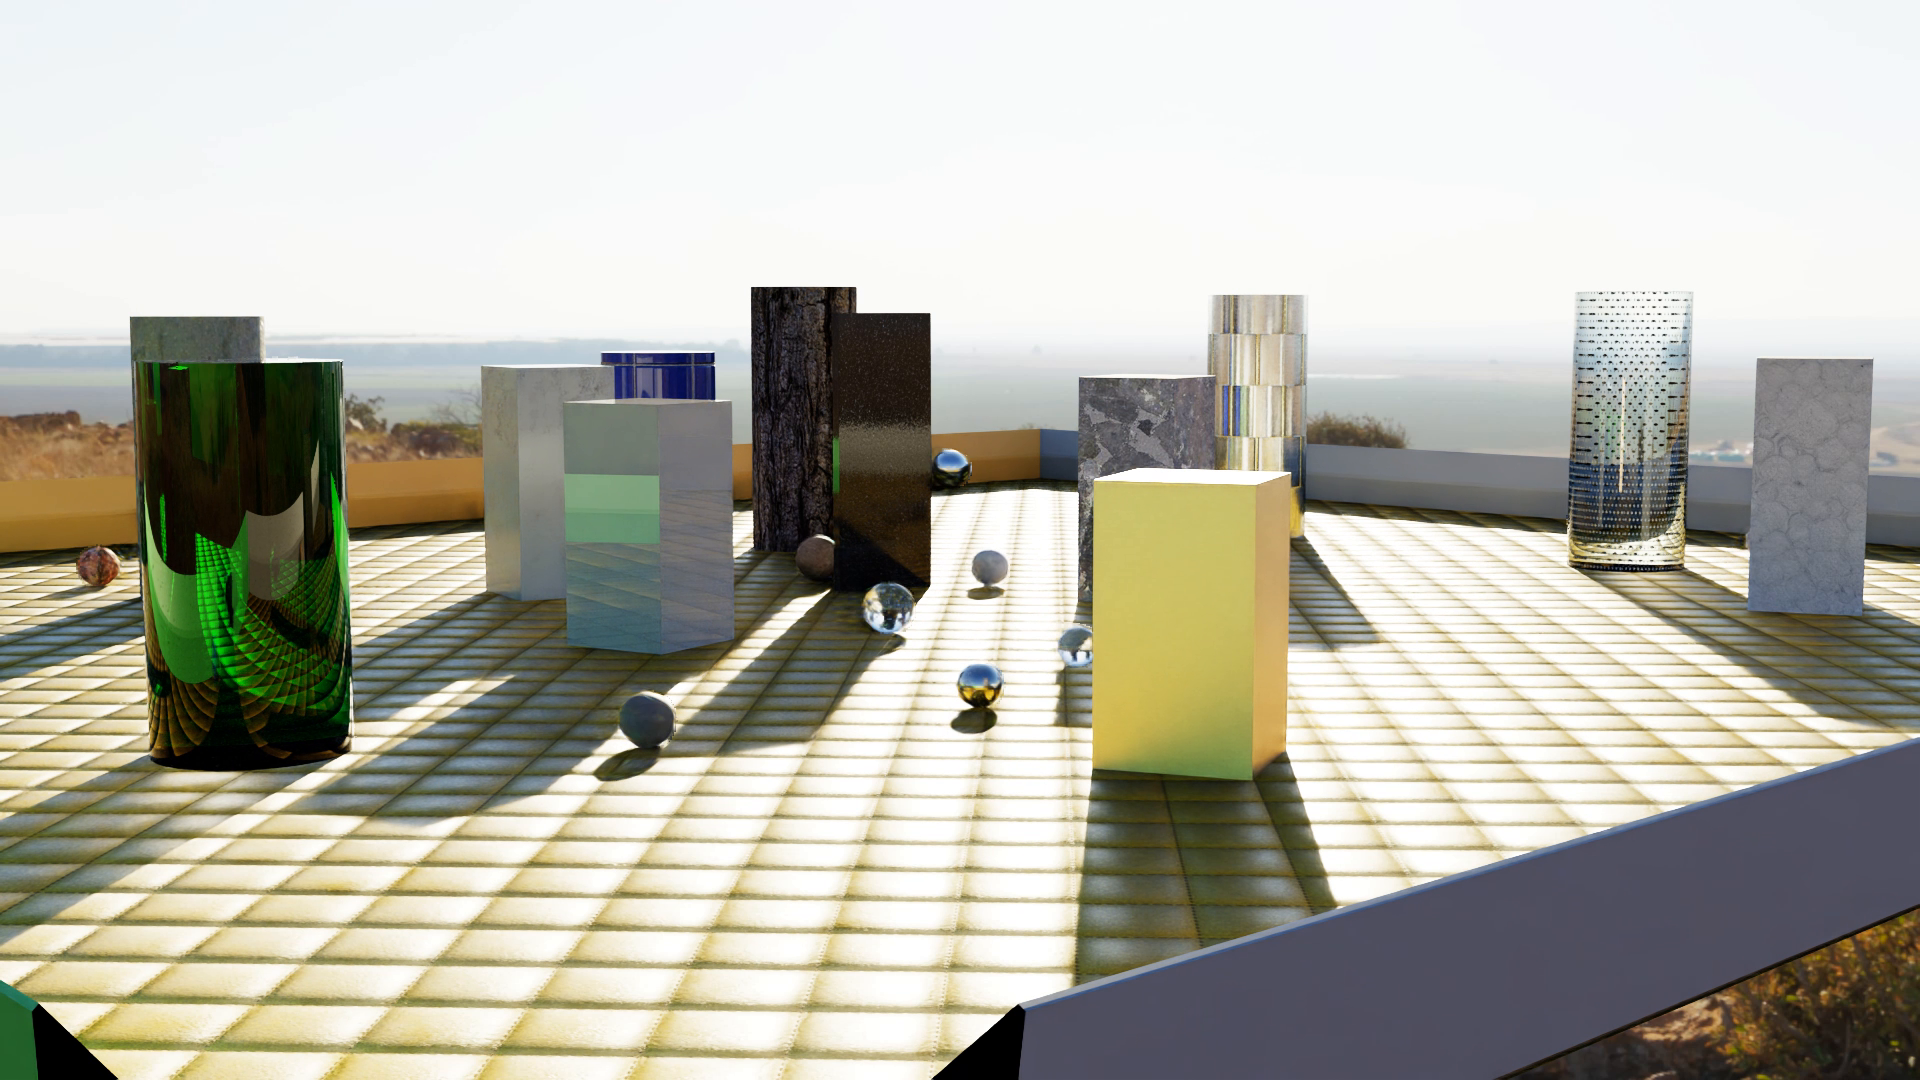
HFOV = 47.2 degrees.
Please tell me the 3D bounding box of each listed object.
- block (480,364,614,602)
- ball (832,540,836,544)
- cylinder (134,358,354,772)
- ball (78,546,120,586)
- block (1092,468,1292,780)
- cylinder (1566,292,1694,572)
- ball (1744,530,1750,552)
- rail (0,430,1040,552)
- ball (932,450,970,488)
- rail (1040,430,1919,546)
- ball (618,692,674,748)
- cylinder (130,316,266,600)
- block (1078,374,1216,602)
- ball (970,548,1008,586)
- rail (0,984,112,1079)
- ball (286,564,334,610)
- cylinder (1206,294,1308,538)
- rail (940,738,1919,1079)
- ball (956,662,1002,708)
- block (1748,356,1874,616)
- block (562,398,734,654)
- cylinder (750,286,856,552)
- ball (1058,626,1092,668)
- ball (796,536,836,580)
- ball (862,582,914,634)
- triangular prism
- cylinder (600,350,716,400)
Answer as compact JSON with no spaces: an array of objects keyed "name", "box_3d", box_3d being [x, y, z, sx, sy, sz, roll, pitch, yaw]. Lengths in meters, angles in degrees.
[{"name":"block","box_3d":[-0.648,-0.095,3.470,0.159,0.358,0.159,-4,7,-32]},{"name":"ball","box_3d":[-0.226,0.029,3.710,0.062,0.062,0.062,0,6,0]},{"name":"cylinder","box_3d":[-0.718,0.018,2.213,0.199,0.395,0.199,0,6,0]},{"name":"ball","box_3d":[-1.399,0.042,3.572,0.064,0.064,0.064,0,6,0]},{"name":"block","box_3d":[0.231,0.078,2.179,0.159,0.283,0.159,2,6,20]},{"name":"cylinder","box_3d":[1.165,-0.192,3.827,0.199,0.477,0.199,0,6,0]},{"name":"ball","box_3d":[1.454,0.002,3.989,0.058,0.058,0.058,0,6,0]},{"name":"rail","box_3d":[-1.163,-0.097,4.585,3.791,0.129,0.045,-5,8,-42]},{"name":"ball","box_3d":[-0.025,-0.179,5.538,0.097,0.097,0.097,0,6,0]},{"name":"rail","box_3d":[1.376,-0.098,4.594,0.045,0.129,3.477,-5,8,-42]},{"name":"ball","box_3d":[-0.320,0.184,2.249,0.057,0.057,0.057,0,6,0]},{"name":"cylinder","box_3d":[-1.183,-0.130,3.435,0.199,0.436,0.199,0,6,0]},{"name":"block","box_3d":[0.289,-0.081,3.403,0.159,0.344,0.159,3,7,29]},{"name":"ball","box_3d":[0.048,0.045,3.567,0.061,0.061,0.061,0,6,0]},{"name":"rail","box_3d":[-1.376,0.165,2.069,0.045,0.129,3.477,-5,8,-42]},{"name":"ball","box_3d":[-0.971,0.070,3.285,0.068,0.068,0.068,0,6,0]},{"name":"cylinder","box_3d":[0.590,-0.249,4.376,0.199,0.476,0.199,0,6,0]},{"name":"rail","box_3d":[1.163,0.164,2.078,3.791,0.129,0.045,-5,8,-42]},{"name":"ball","box_3d":[0.022,0.163,2.470,0.052,0.052,0.052,0,6,0]},{"name":"block","box_3d":[1.278,-0.086,3.303,0.159,0.375,0.159,2,6,23]},{"name":"block","box_3d":[-0.416,-0.024,2.949,0.159,0.324,0.159,3,7,30]},{"name":"cylinder","box_3d":[-0.292,-0.230,4.137,0.199,0.489,0.199,0,6,0]},{"name":"ball","box_3d":[0.148,0.133,2.754,0.052,0.052,0.052,0,6,0]},{"name":"ball","box_3d":[-0.234,0.030,3.643,0.074,0.074,0.074,0,6,0]},{"name":"ball","box_3d":[-0.099,0.093,3.044,0.072,0.072,0.072,0,6,0]},{"name":"triangular prism","box_3d":[-0.157,-0.148,3.576,0.172,0.441,0.149,-3,7,-29]},{"name":"cylinder","box_3d":[-0.526,-0.142,3.850,0.199,0.373,0.199,0,6,0]}]
